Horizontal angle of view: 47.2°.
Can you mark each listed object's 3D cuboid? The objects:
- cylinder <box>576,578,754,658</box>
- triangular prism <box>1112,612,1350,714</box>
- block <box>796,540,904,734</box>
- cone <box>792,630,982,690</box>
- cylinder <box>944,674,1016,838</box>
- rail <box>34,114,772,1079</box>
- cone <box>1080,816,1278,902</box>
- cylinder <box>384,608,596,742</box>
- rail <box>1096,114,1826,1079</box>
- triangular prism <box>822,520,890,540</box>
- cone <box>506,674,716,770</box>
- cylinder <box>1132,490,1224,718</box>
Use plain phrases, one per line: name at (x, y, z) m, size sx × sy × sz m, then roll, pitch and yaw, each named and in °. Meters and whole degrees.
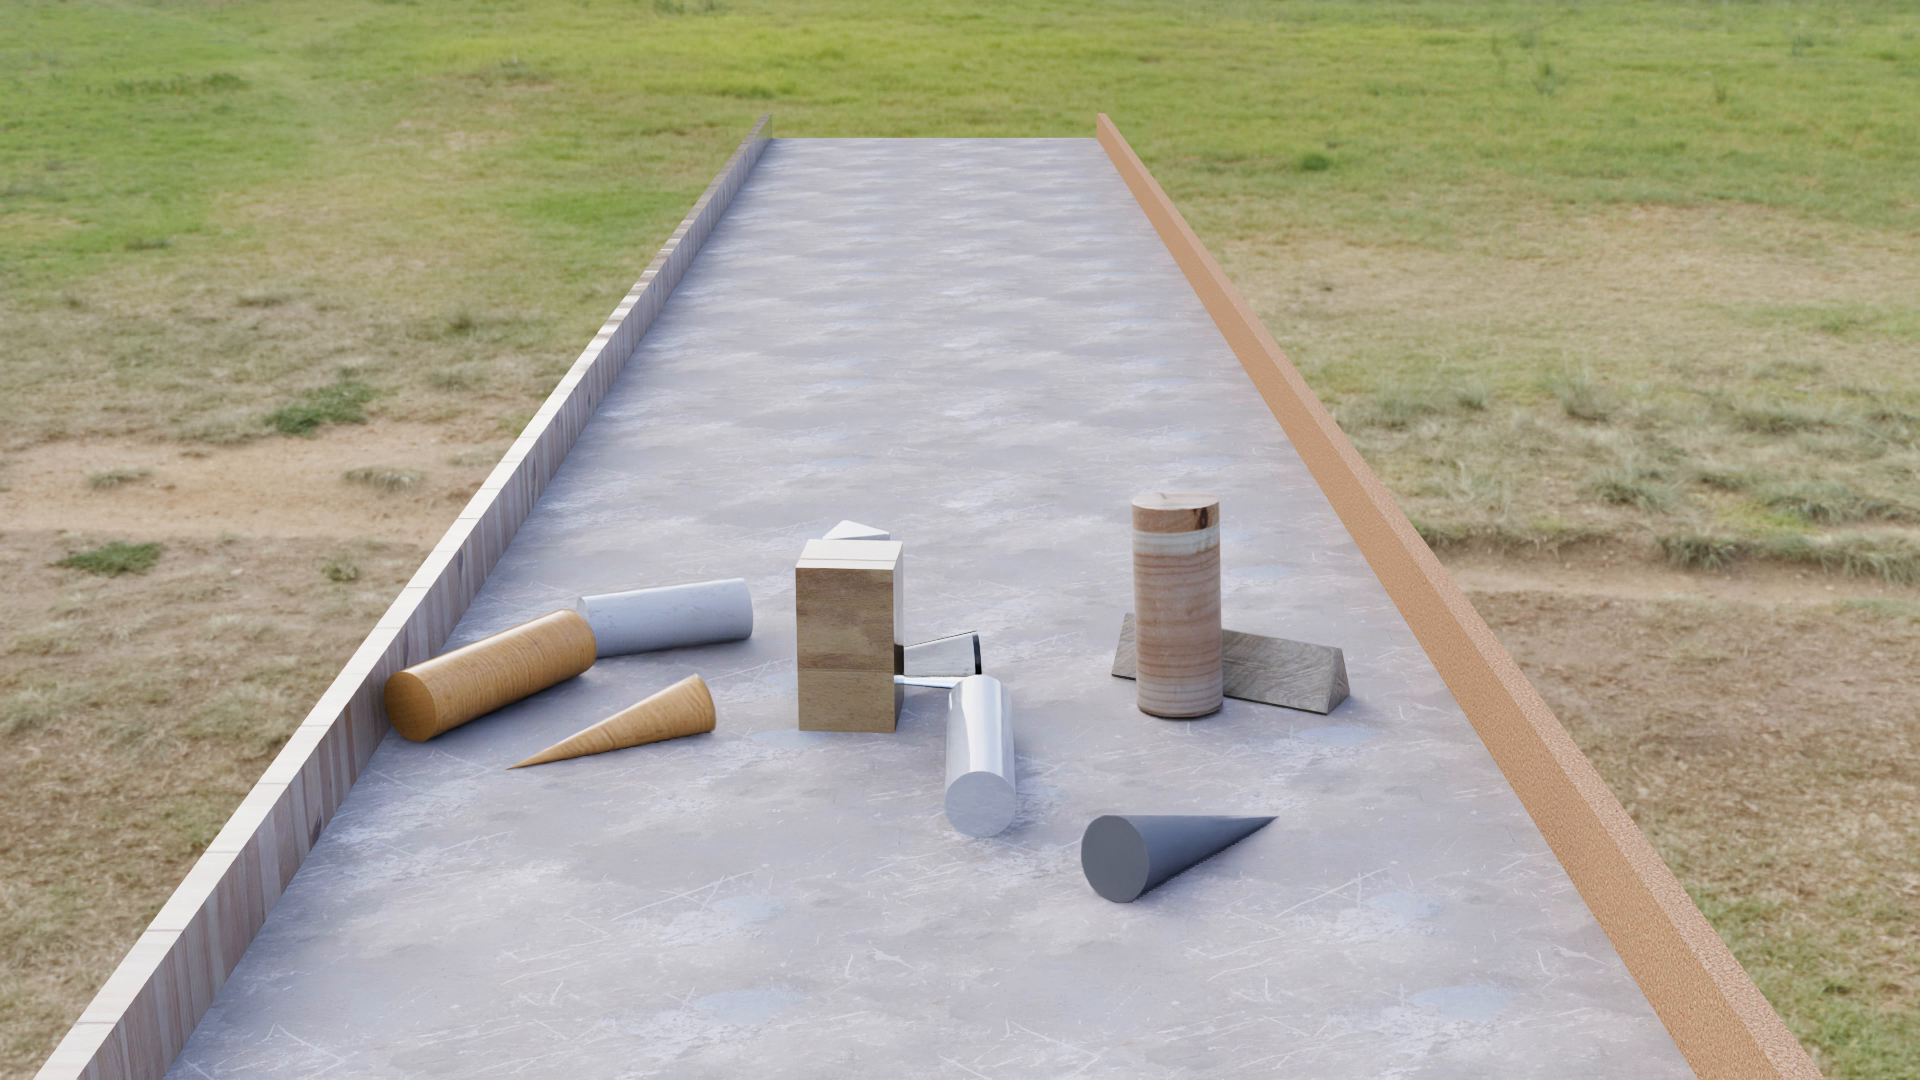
cylinder at (-0.600, 0.158, 4.469) m, size 0.334 × 0.129 × 0.129 m, roll -7°, pitch 18°, yaw -22°
triangular prism at (0.523, 0.227, 4.258) m, size 0.444 × 0.111 × 0.129 m, roll 9°, pitch 19°, yaw 28°
block at (-0.202, 0.177, 4.080) m, size 0.177 × 0.315 × 0.177 m, roll 1°, pitch 17°, yaw 4°
cone at (-0.146, 0.244, 4.220) m, size 0.366 × 0.119 × 0.119 m, roll -4°, pitch 17°, yaw -4°
cylinder at (0.034, 0.365, 3.792) m, size 0.118 × 0.118 × 0.452 m, roll 0°, pitch 17°, yaw 0°
rail at (-1.118, -0.838, 7.780) m, size 0.050 × 0.150 × 12.000 m, roll 0°, pitch 17°, yaw -1°
cone at (0.385, 0.474, 3.516) m, size 0.135 × 0.135 × 0.437 m, roll 15°, pitch 14°, yaw 41°
cylinder at (-0.880, 0.250, 4.150) m, size 0.134 × 0.134 × 0.428 m, roll 10°, pitch 19°, yaw 31°
rail at (0.932, -0.844, 7.801) m, size 0.050 × 0.150 × 12.000 m, roll 0°, pitch 17°, yaw -1°
triangular prism at (-0.207, 0.125, 4.264) m, size 0.129 × 0.308 × 0.112 m, roll -5°, pitch 17°, yaw -13°
cone at (-0.638, 0.352, 3.950) m, size 0.391 × 0.108 × 0.108 m, roll -18°, pitch 23°, yaw -27°
cylinder at (0.408, 0.118, 4.119) m, size 0.163 × 0.395 × 0.163 m, roll -3°, pitch 14°, yaw 1°
